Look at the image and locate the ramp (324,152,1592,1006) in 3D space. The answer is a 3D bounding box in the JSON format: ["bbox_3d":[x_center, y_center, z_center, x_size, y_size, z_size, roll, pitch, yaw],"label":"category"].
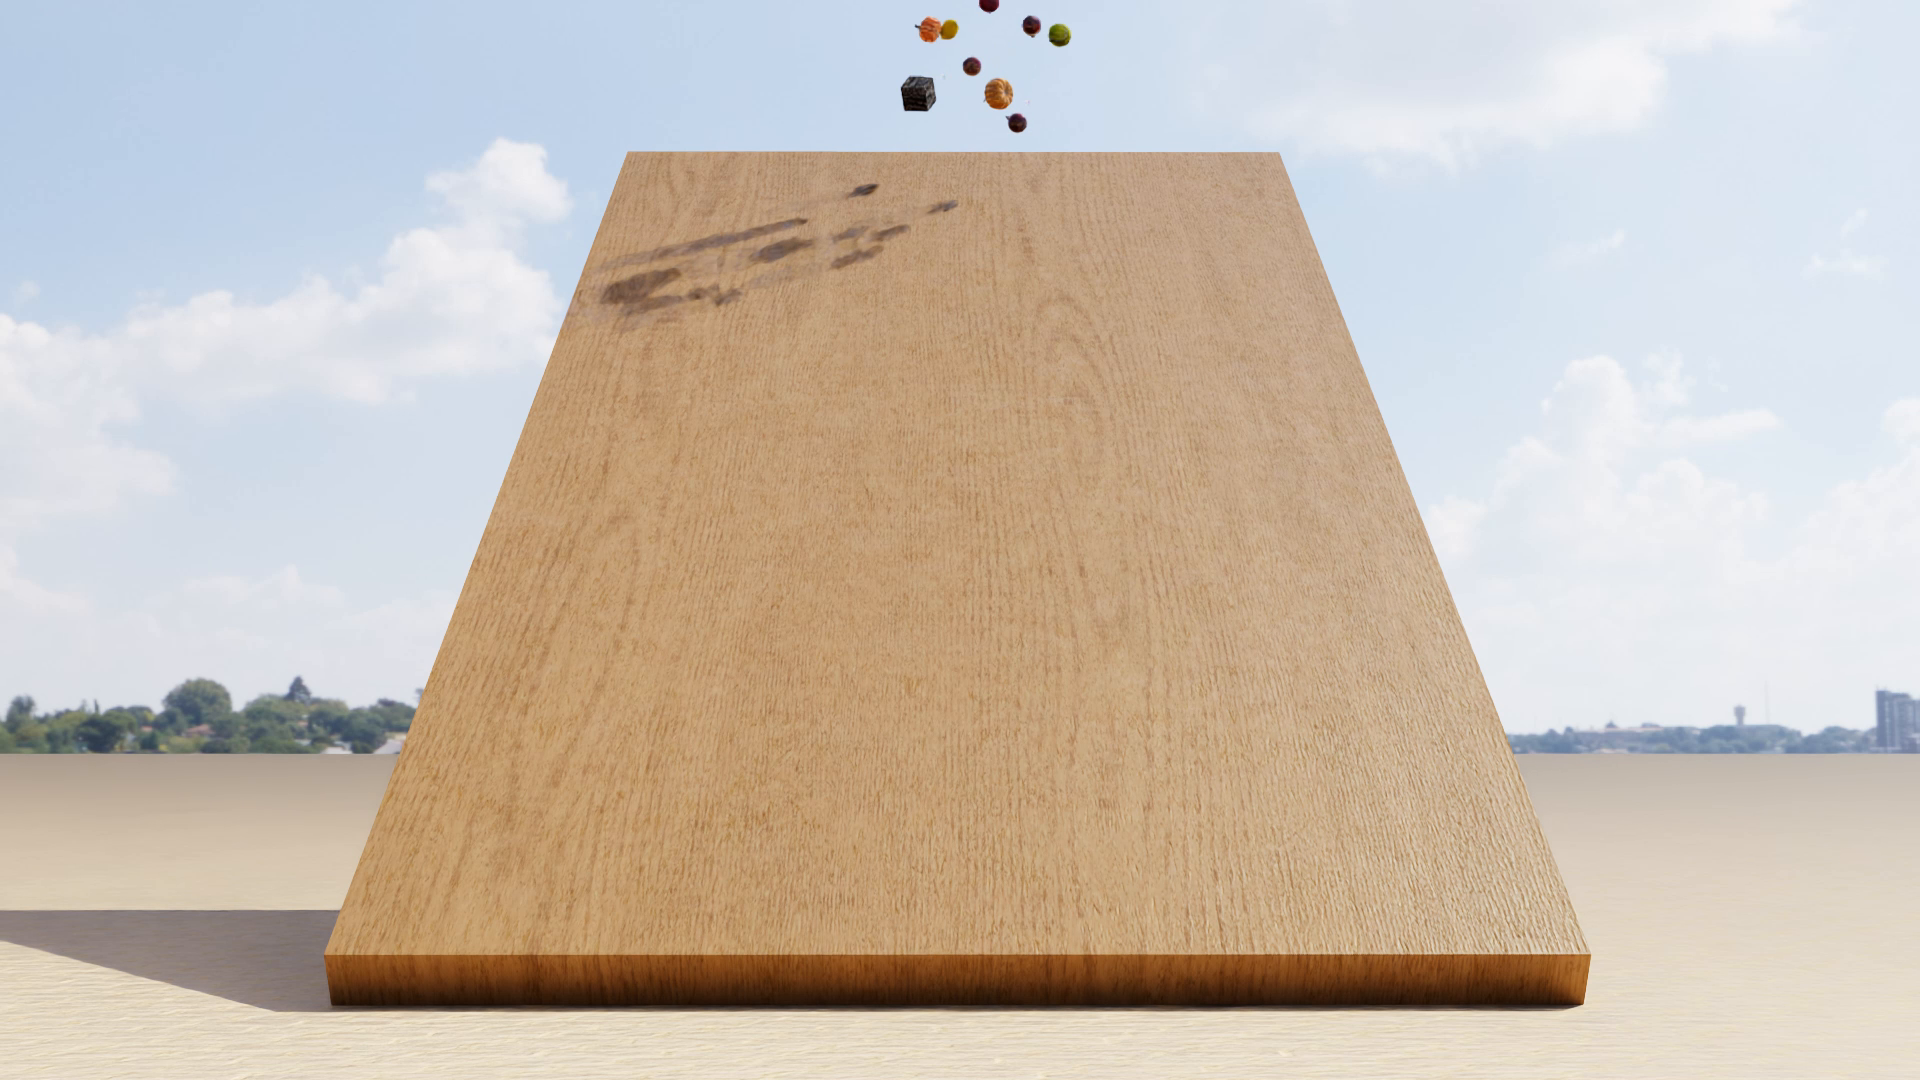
[{"bbox_3d":[-0.011,-0.225,5.549,2.000,0.100,4.000,0,27,0],"label":"ramp"}]

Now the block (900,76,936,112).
[{"bbox_3d":[-0.120,-1.286,6.855,0.074,0.074,0.074,5,37,20],"label":"block"}]
